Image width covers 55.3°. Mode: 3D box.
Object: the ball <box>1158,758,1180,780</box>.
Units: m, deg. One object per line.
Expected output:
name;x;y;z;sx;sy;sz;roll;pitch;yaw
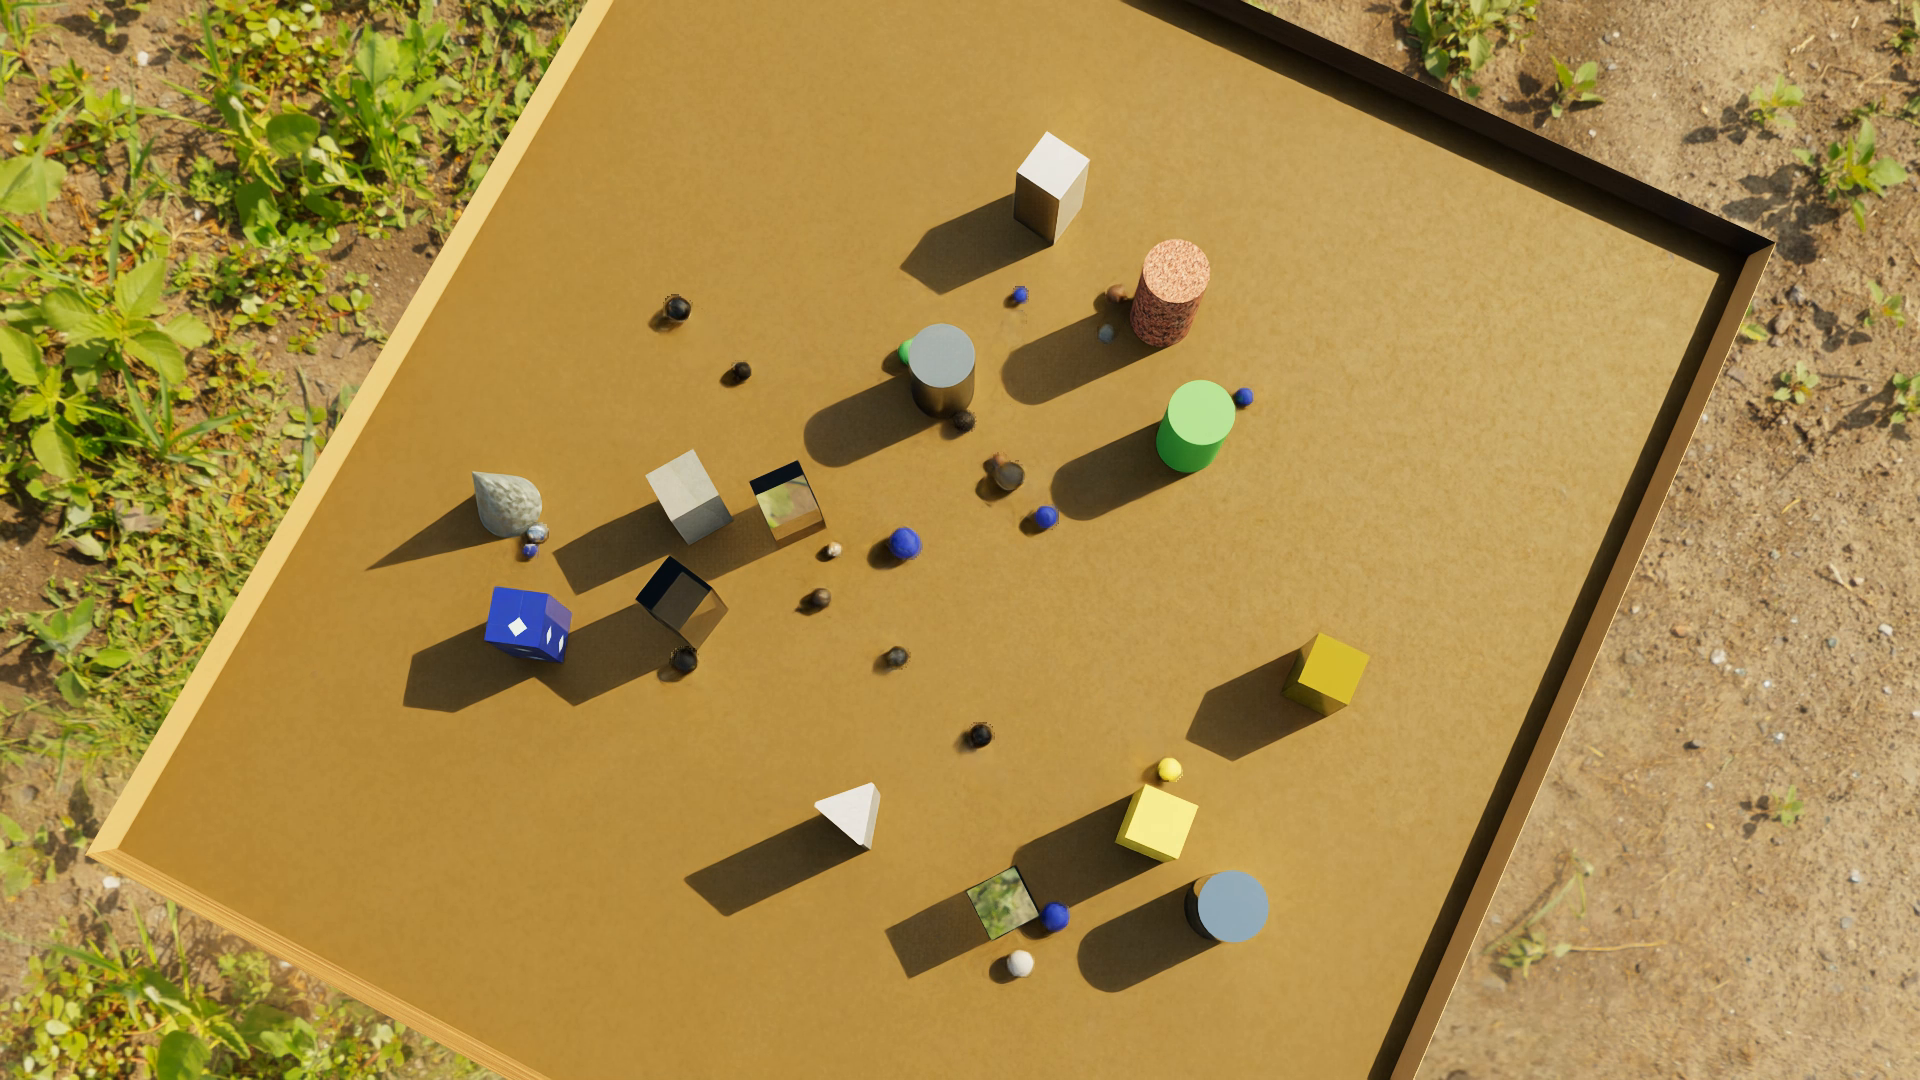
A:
ball;0.621;0.680;5.441;0.069;0.069;0.069;0;78;0

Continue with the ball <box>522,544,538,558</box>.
ball;-1.311;0.033;5.588;0.043;0.043;0.043;0;78;0

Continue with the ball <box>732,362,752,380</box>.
ball;-0.678;-0.525;5.695;0.060;0.060;0.060;0;78;0

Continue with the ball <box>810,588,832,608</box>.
ball;-0.421;0.176;5.548;0.063;0.063;0.063;0;78;0

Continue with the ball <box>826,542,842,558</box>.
ball;-0.385;0.028;5.586;0.048;0.048;0.048;0;78;0

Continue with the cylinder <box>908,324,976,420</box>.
cylinder;-0.053;-0.506;5.545;0.196;0.345;0.196;0;78;0

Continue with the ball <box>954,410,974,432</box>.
ball;0.013;-0.366;5.658;0.067;0.067;0.067;0;78;0

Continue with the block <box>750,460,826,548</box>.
block;-0.513;-0.103;5.489;0.157;0.291;0.157;-24;79;-5

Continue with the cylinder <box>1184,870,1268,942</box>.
cylinder;0.757;1.047;5.234;0.196;0.326;0.196;0;78;0

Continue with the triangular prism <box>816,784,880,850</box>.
triangular prism;-0.287;0.767;5.239;0.170;0.429;0.147;40;81;8

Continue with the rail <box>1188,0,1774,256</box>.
rail;0.870;-1.696;5.902;3.689;0.128;0.045;26;80;5

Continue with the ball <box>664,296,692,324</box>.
ball;-0.881;-0.719;5.723;0.082;0.082;0.082;0;78;0

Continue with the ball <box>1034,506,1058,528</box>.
ball;0.263;-0.071;5.596;0.070;0.070;0.070;0;78;0

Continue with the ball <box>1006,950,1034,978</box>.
ball;0.174;1.230;5.323;0.077;0.077;0.077;0;78;0

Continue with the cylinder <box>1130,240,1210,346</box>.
cylinder;0.633;-0.743;5.556;0.196;0.420;0.196;0;78;0

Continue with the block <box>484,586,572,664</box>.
block;-1.267;0.253;5.394;0.157;0.334;0.157;8;78;2

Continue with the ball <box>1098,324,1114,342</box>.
ball;0.457;-0.646;5.724;0.052;0.052;0.052;0;78;0

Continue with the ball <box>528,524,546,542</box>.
ball;-1.290;-0.020;5.591;0.058;0.058;0.058;0;78;0

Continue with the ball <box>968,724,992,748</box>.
ball;0.062;0.584;5.460;0.070;0.070;0.070;0;78;0

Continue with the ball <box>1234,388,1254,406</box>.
ball;0.881;-0.444;5.678;0.060;0.060;0.060;0;78;0

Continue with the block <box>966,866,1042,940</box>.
block;0.124;1.046;5.273;0.157;0.249;0.157;-27;80;-5

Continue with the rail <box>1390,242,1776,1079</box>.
rail;1.628;0.804;5.384;0.045;0.128;3.937;26;80;5

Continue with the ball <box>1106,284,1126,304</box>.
ball;0.490;-0.769;5.744;0.063;0.063;0.063;0;78;0

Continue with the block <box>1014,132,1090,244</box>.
block;0.278;-1.080;5.650;0.157;0.373;0.157;35;80;7

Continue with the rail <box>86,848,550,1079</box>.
rail;-0.870;1.710;5.196;3.689;0.128;0.045;26;80;5

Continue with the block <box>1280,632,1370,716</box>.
block;1.068;0.398;5.381;0.157;0.300;0.157;25;79;5

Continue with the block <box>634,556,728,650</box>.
block;-0.812;0.189;5.384;0.157;0.379;0.157;36;81;7

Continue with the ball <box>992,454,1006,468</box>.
ball;0.120;-0.246;5.645;0.044;0.044;0.044;0;78;0

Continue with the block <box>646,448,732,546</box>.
block;-0.802;-0.124;5.463;0.157;0.350;0.157;-30;80;-6

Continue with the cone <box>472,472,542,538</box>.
cone;-1.384;-0.149;5.416;0.196;0.454;0.196;0;78;0

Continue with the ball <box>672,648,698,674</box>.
ball;-0.825;0.365;5.501;0.078;0.078;0.078;0;78;0

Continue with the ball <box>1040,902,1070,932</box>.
ball;0.277;1.101;5.345;0.085;0.085;0.085;0;78;0

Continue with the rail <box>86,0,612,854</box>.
rail;-1.628;-0.791;5.714;0.045;0.128;3.937;26;80;5

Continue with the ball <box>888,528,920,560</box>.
ball;-0.169;0.010;5.564;0.098;0.098;0.098;0;78;0

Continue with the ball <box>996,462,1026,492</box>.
ball;0.155;-0.195;5.611;0.090;0.090;0.090;0;78;0

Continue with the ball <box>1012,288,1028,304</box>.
ball;0.188;-0.767;5.752;0.047;0.047;0.047;0;78;0

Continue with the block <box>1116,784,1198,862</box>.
block;0.561;0.818;5.264;0.157;0.359;0.157;22;79;4

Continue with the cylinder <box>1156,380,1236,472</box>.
cylinder;0.705;-0.338;5.514;0.196;0.339;0.196;0;78;0

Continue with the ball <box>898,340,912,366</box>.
ball;-0.150;-0.583;5.695;0.083;0.083;0.083;0;78;0

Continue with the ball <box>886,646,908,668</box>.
ball;-0.188;0.352;5.510;0.067;0.067;0.067;0;78;0
